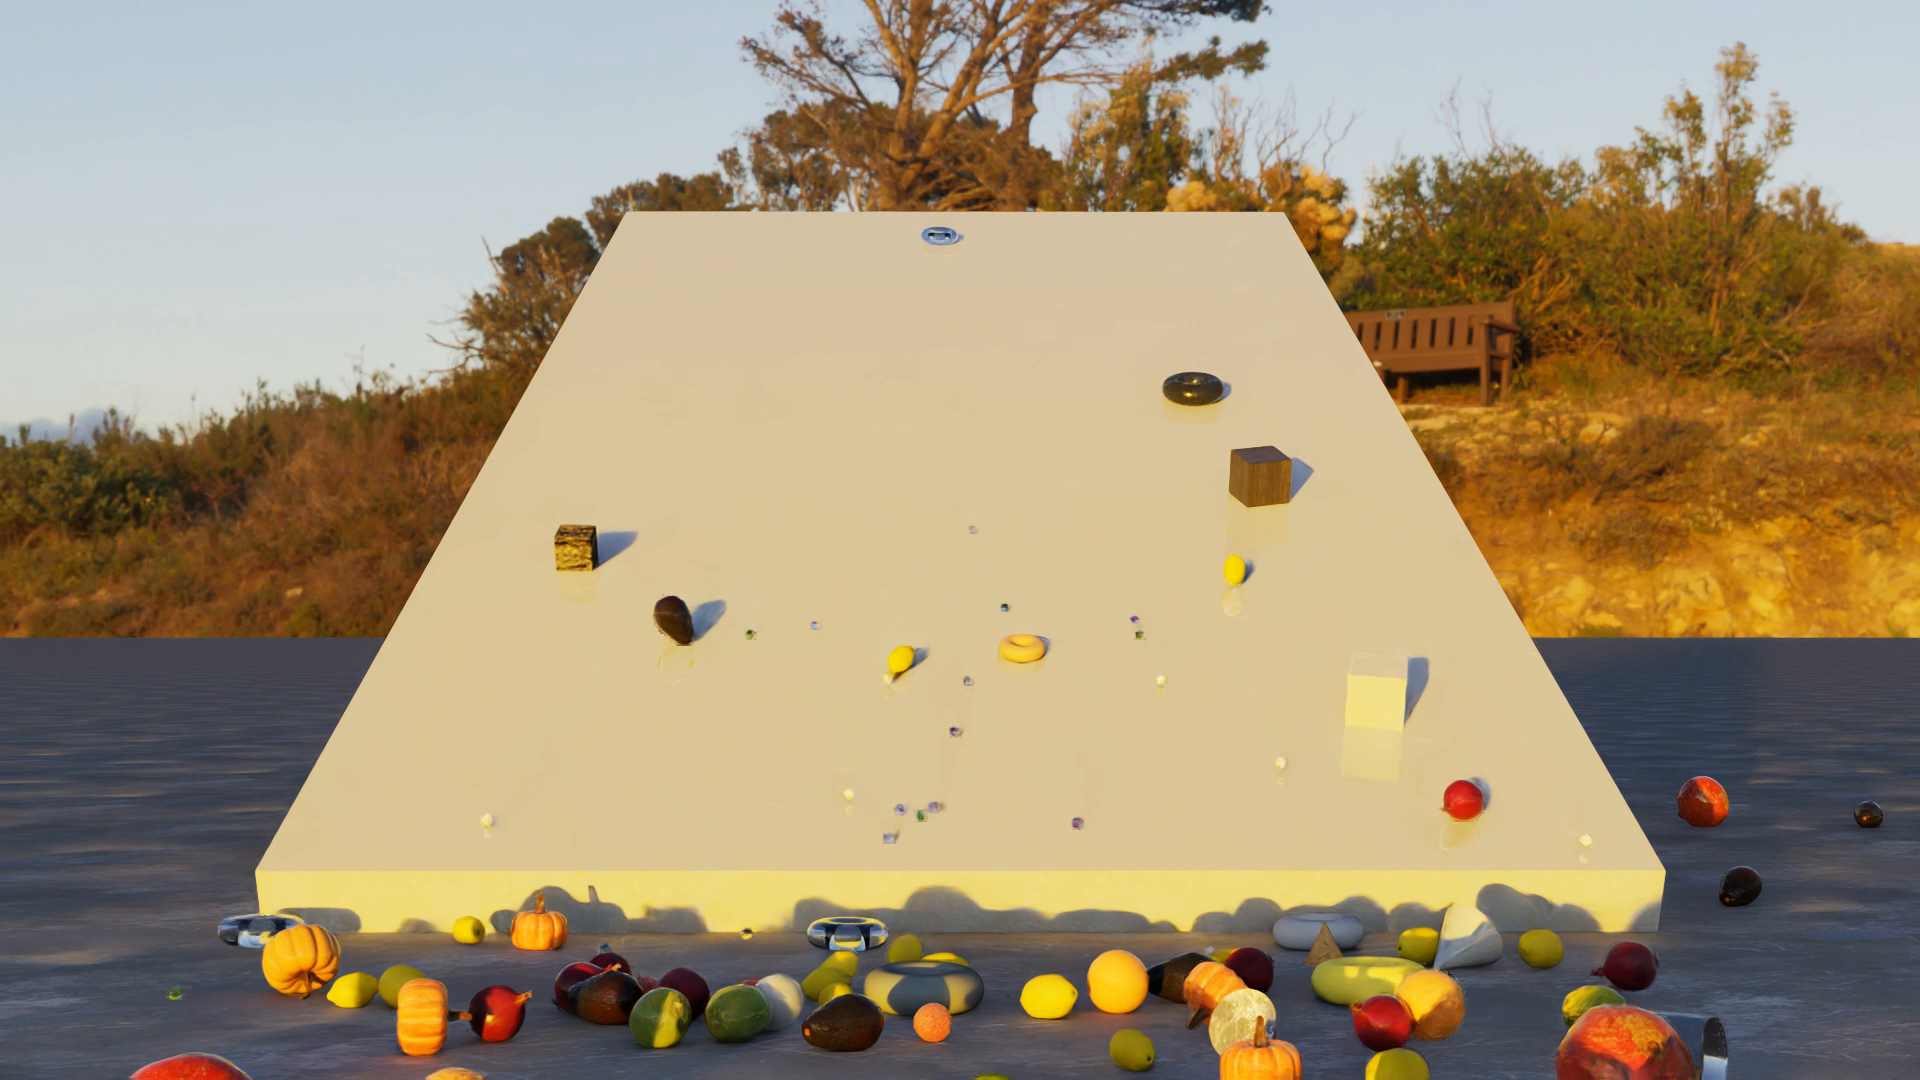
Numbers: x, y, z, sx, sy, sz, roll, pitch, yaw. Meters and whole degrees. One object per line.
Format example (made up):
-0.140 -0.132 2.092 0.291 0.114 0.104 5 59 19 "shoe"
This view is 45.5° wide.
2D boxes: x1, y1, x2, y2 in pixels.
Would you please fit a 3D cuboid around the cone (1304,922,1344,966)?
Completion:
0.474 0.522 2.968 0.056 0.056 0.056 0 -2 0 "cone"

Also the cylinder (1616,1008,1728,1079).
0.662 0.478 2.128 0.077 0.077 0.077 -1 -2 37 "cylinder"

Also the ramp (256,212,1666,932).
-0.006 -0.218 5.125 2.000 0.100 4.000 0 22 0 "ramp"

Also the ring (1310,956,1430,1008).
0.480 0.516 2.676 0.138 0.046 0.138 -1 -3 0 "ring"

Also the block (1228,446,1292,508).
0.608 -0.129 4.640 0.093 0.093 0.093 -6 22 -16 "block"

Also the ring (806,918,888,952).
-0.153 0.538 3.127 0.112 0.037 0.112 1 -3 0 "ring"

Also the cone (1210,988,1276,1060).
0.306 0.508 2.340 0.076 0.076 0.076 -2 -30 38 "cone"

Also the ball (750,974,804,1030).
-0.198 0.501 2.479 0.059 0.059 0.059 0 -2 0 "ball"

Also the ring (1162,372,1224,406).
0.535 -0.348 5.255 0.143 0.048 0.143 -1 23 0 "ring"

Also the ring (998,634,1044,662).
0.106 0.185 3.930 0.081 0.027 0.081 1 21 0 "ring"

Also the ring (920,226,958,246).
-0.060 -0.878 6.613 0.108 0.036 0.108 1 22 -1 "ring"

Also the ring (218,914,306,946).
-0.961 0.538 3.152 0.117 0.039 0.117 1 -6 0 "ring"

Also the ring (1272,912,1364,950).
0.490 0.536 3.130 0.124 0.041 0.124 -1 -2 0 "ring"

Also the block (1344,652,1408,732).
0.673 0.244 3.696 0.092 0.092 0.092 4 22 11 "block"

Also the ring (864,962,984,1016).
-0.042 0.513 2.620 0.139 0.046 0.139 0 -1 0 "ring"

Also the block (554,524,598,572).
-0.721 0.015 4.302 0.068 0.068 0.068 0 22 0 "block"
